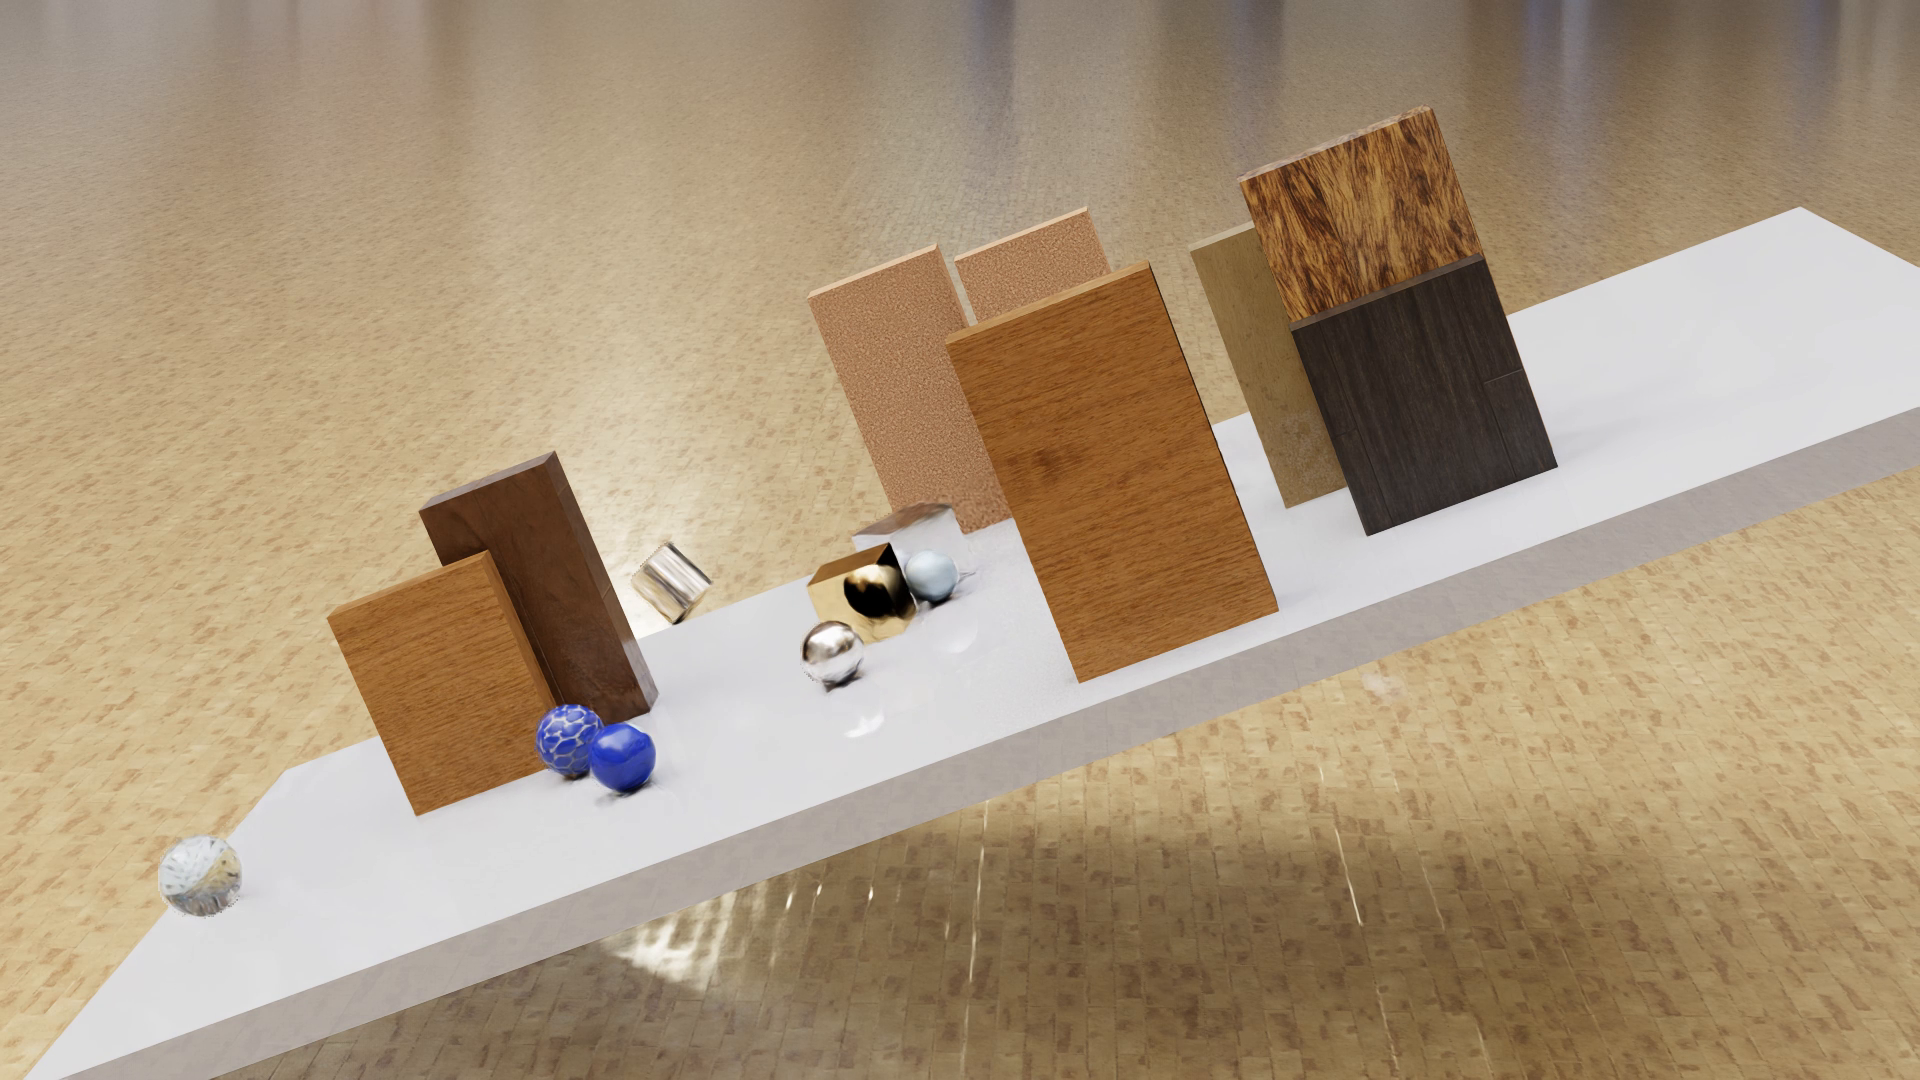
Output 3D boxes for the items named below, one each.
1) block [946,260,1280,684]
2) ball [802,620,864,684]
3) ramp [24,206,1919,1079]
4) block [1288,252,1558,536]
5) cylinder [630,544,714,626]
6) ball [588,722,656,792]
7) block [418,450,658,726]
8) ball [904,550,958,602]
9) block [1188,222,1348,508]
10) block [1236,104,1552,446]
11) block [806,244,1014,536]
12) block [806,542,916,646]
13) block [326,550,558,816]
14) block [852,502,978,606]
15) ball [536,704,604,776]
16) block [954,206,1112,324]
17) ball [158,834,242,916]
[{"bbox_3d":[0.282,-0.123,5.415,0.394,0.681,0.108,-20,12,7],"label":"block"},{"bbox_3d":[-0.266,0.234,6.148,0.132,0.132,0.132,0,13,0],"label":"ball"},{"bbox_3d":[0.121,0.175,6.293,4.000,0.100,2.000,-20,12,7],"label":"ramp"},{"bbox_3d":[0.888,-0.278,5.642,0.386,0.429,0.087,-20,12,7],"label":"block"},{"bbox_3d":[-0.900,0.140,9.198,0.186,0.186,0.186,42,20,3],"label":"cylinder"},{"bbox_3d":[-0.685,0.439,5.960,0.140,0.140,0.140,0,13,0],"label":"ball"},{"bbox_3d":[-0.939,0.144,6.589,0.303,0.607,0.139,-20,12,7],"label":"block"},{"bbox_3d":[-0.064,0.078,6.495,0.117,0.117,0.117,0,13,0],"label":"ball"},{"bbox_3d":[0.773,-0.411,6.082,0.424,0.576,0.102,-20,12,7],"label":"block"},{"bbox_3d":[0.851,-0.444,5.757,0.392,0.711,0.108,-20,12,7],"label":"block"},{"bbox_3d":[-0.087,-0.336,7.057,0.327,0.669,0.107,-20,12,7],"label":"block"},{"bbox_3d":[-0.214,0.128,6.443,0.167,0.167,0.167,-19,12,14],"label":"block"},{"bbox_3d":[-1.111,0.314,6.438,0.365,0.483,0.095,-20,12,7],"label":"block"},{"bbox_3d":[-0.104,0.032,6.657,0.174,0.174,0.174,-28,13,-28],"label":"block"},{"bbox_3d":[-0.826,0.424,6.252,0.151,0.151,0.151,0,13,0],"label":"ball"},{"bbox_3d":[0.257,-0.411,6.834,0.326,0.646,0.083,-20,12,7],"label":"block"},{"bbox_3d":[-1.628,0.720,6.308,0.175,0.175,0.175,0,13,0],"label":"ball"}]
